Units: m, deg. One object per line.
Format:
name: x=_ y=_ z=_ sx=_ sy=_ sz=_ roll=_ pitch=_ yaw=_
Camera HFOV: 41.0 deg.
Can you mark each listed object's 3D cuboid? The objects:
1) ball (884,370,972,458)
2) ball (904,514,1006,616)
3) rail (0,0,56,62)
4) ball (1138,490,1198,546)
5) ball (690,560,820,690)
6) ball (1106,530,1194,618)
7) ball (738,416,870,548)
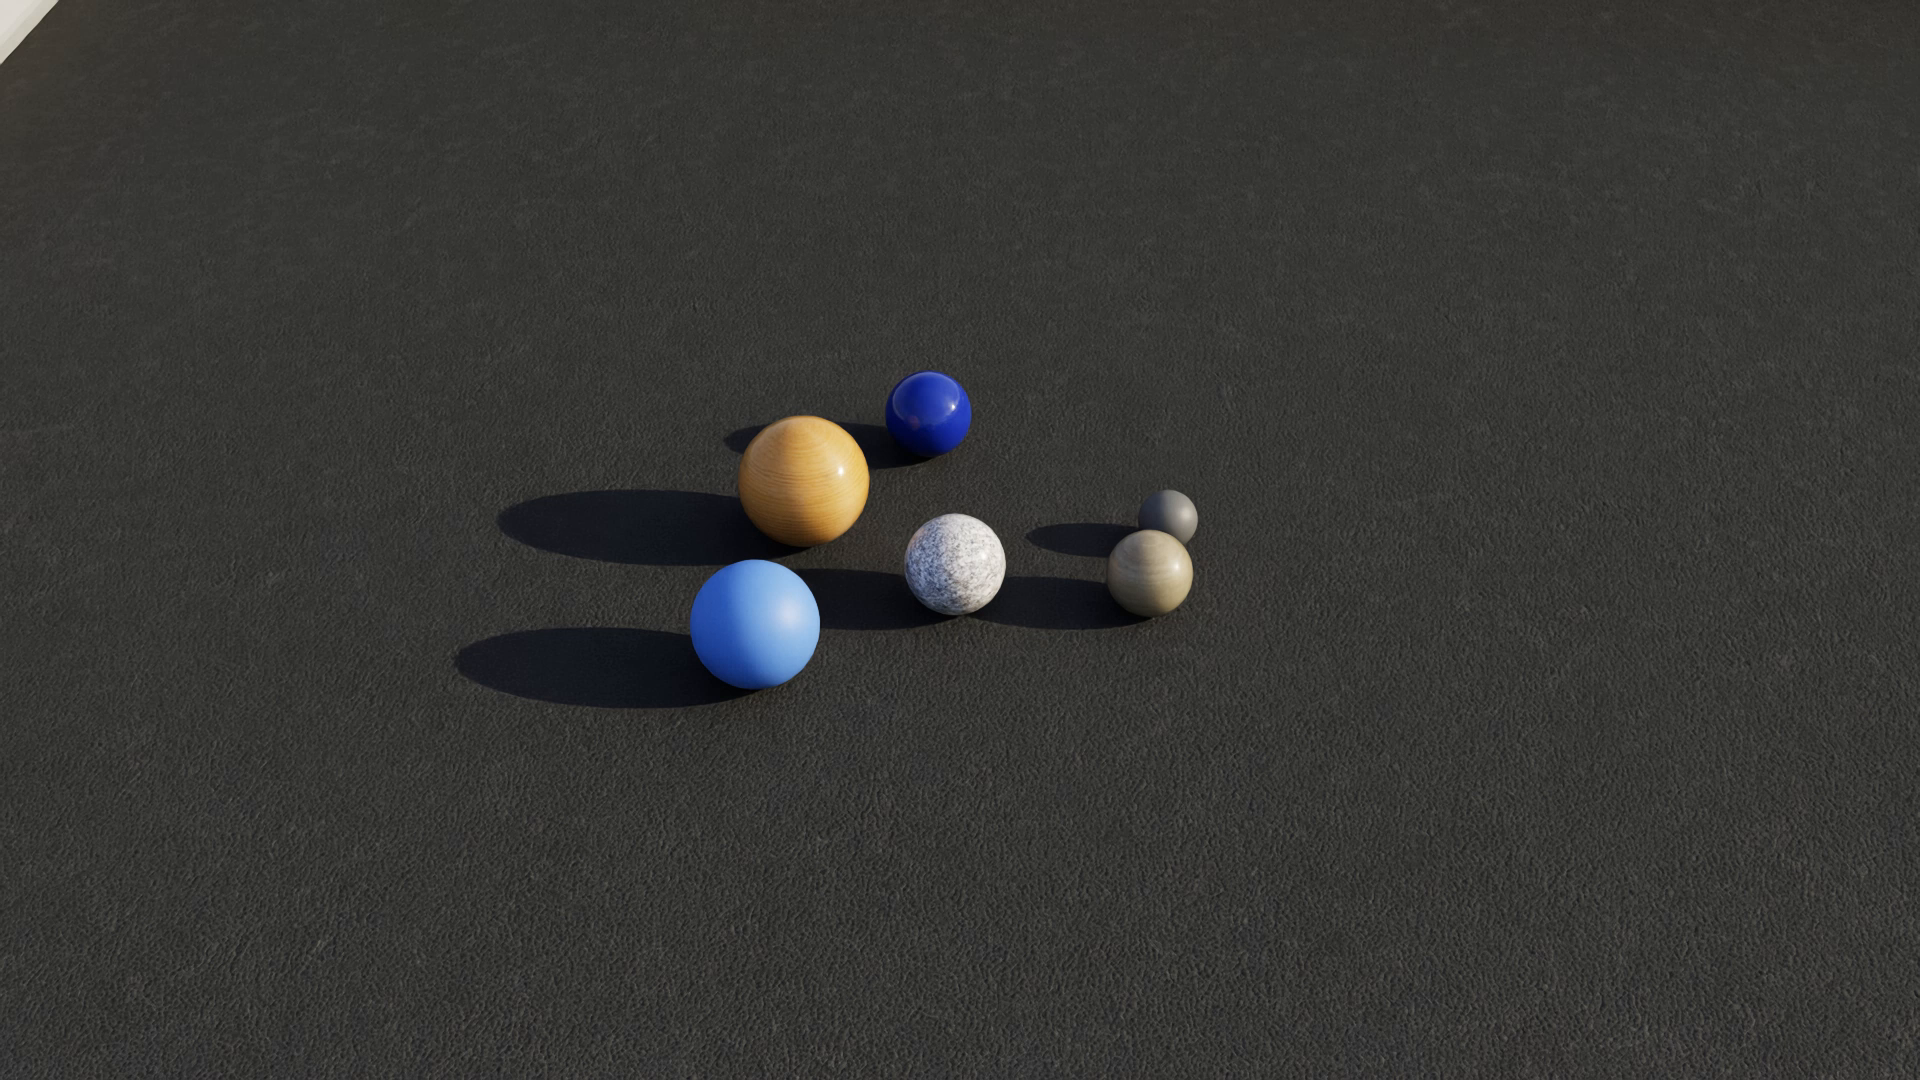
ball: x=-0.023 y=-0.090 z=1.838 sx=0.062 sy=0.062 sz=0.062 roll=0 pitch=36 yaw=0
ball: x=-0.003 y=0.016 z=1.686 sx=0.067 sy=0.067 sz=0.067 roll=0 pitch=36 yaw=0
rail: x=-0.932 y=-0.070 z=1.761 sx=0.045 sy=0.117 sz=2.160 roll=3 pitch=36 yaw=4
ball: x=0.142 y=-0.014 z=1.750 sx=0.041 sy=0.041 sz=0.041 roll=0 pitch=36 yaw=0
ball: x=-0.130 y=0.053 z=1.621 sx=0.082 sy=0.082 sz=0.082 roll=0 pitch=36 yaw=0
ball: x=0.124 y=0.022 z=1.686 sx=0.058 sy=0.058 sz=0.058 roll=0 pitch=36 yaw=0
ball: x=-0.106 y=-0.040 z=1.744 sx=0.090 sy=0.090 sz=0.090 roll=0 pitch=36 yaw=0
